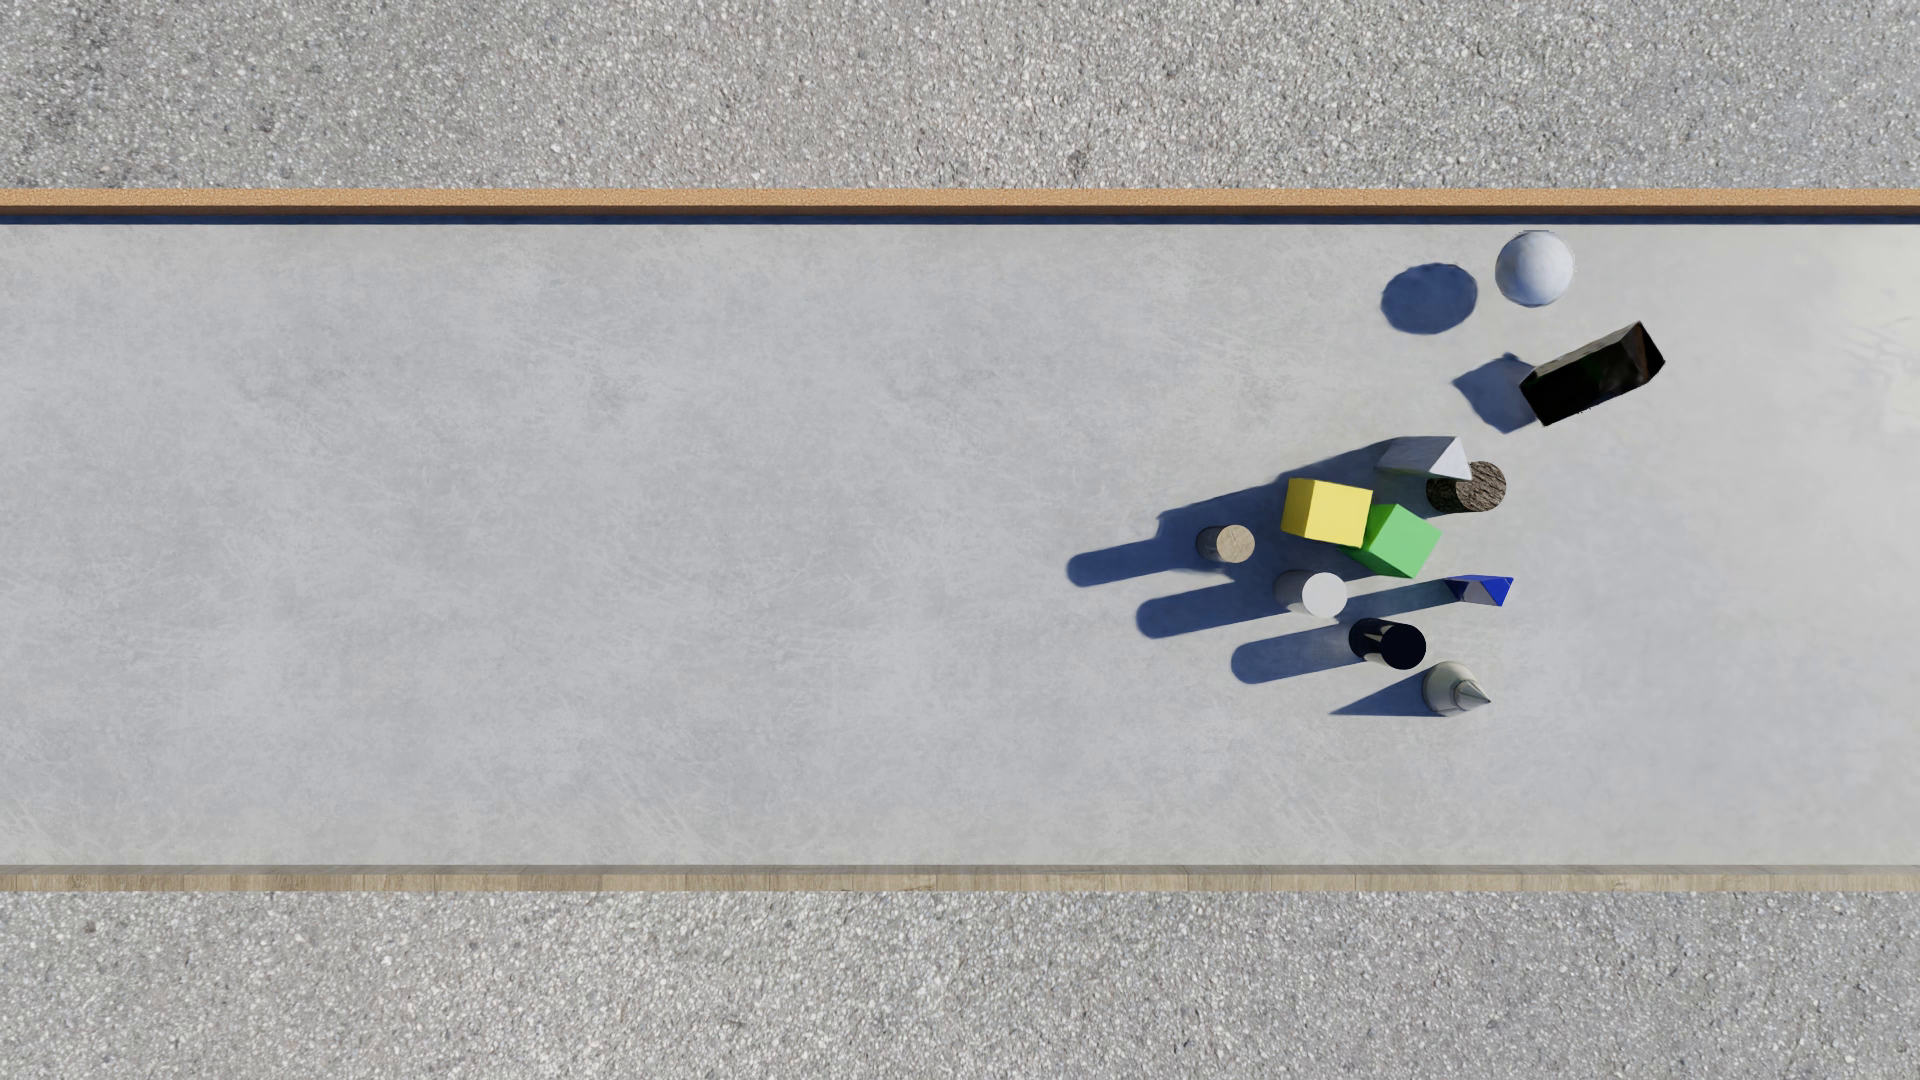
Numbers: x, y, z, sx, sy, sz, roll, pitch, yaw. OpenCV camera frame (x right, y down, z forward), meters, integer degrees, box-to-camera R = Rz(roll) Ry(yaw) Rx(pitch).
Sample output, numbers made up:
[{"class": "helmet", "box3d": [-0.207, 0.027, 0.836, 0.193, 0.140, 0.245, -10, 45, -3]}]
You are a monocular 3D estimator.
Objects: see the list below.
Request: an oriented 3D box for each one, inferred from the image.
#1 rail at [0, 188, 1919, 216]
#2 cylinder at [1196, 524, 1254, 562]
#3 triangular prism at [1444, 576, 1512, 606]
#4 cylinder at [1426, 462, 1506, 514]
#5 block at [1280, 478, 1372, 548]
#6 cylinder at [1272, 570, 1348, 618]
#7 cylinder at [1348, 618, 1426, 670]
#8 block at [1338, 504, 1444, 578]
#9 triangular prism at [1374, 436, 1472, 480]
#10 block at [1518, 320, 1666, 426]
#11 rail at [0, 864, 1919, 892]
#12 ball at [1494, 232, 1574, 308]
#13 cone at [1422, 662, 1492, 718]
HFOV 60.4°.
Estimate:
[{"class": "rail", "box3d": [-2.247, -1.025, 5.002, 12.000, 0.150, 0.050, 0, 90, 0]}, {"class": "cylinder", "box3d": [0.779, 0.011, 4.868, 0.107, 0.417, 0.107, 0, 90, 0]}, {"class": "triangular prism", "box3d": [1.544, 0.131, 4.885, 0.077, 0.382, 0.089, -37, 90, 0]}, {"class": "cylinder", "box3d": [1.507, -0.155, 4.923, 0.147, 0.306, 0.147, 0, 90, 0]}, {"class": "block", "box3d": [1.076, -0.084, 4.872, 0.164, 0.399, 0.164, 10, 93, 1]}, {"class": "cylinder", "box3d": [1.025, 0.155, 4.856, 0.128, 0.442, 0.128, 0, 90, 0]}, {"class": "cylinder", "box3d": [1.262, 0.304, 4.886, 0.133, 0.380, 0.133, 0, 90, 0]}, {"class": "block", "box3d": [1.268, 0.002, 4.888, 0.156, 0.375, 0.156, 32, 90, -1]}, {"class": "triangular prism", "box3d": [1.366, -0.250, 4.854, 0.127, 0.427, 0.110, 10, 93, -8]}, {"class": "block", "box3d": [1.869, -0.489, 4.885, 0.147, 0.357, 0.147, -37, 95, -38]}, {"class": "rail", "box3d": [-2.247, 1.025, 5.001, 12.000, 0.150, 0.050, 0, 90, 0]}, {"class": "ball", "box3d": [1.681, -0.791, 4.830, 0.220, 0.220, 0.220, 0, 90, 0]}, {"class": "cone", "box3d": [1.507, 0.459, 4.875, 0.173, 0.402, 0.173, 0, 90, 0]}]
